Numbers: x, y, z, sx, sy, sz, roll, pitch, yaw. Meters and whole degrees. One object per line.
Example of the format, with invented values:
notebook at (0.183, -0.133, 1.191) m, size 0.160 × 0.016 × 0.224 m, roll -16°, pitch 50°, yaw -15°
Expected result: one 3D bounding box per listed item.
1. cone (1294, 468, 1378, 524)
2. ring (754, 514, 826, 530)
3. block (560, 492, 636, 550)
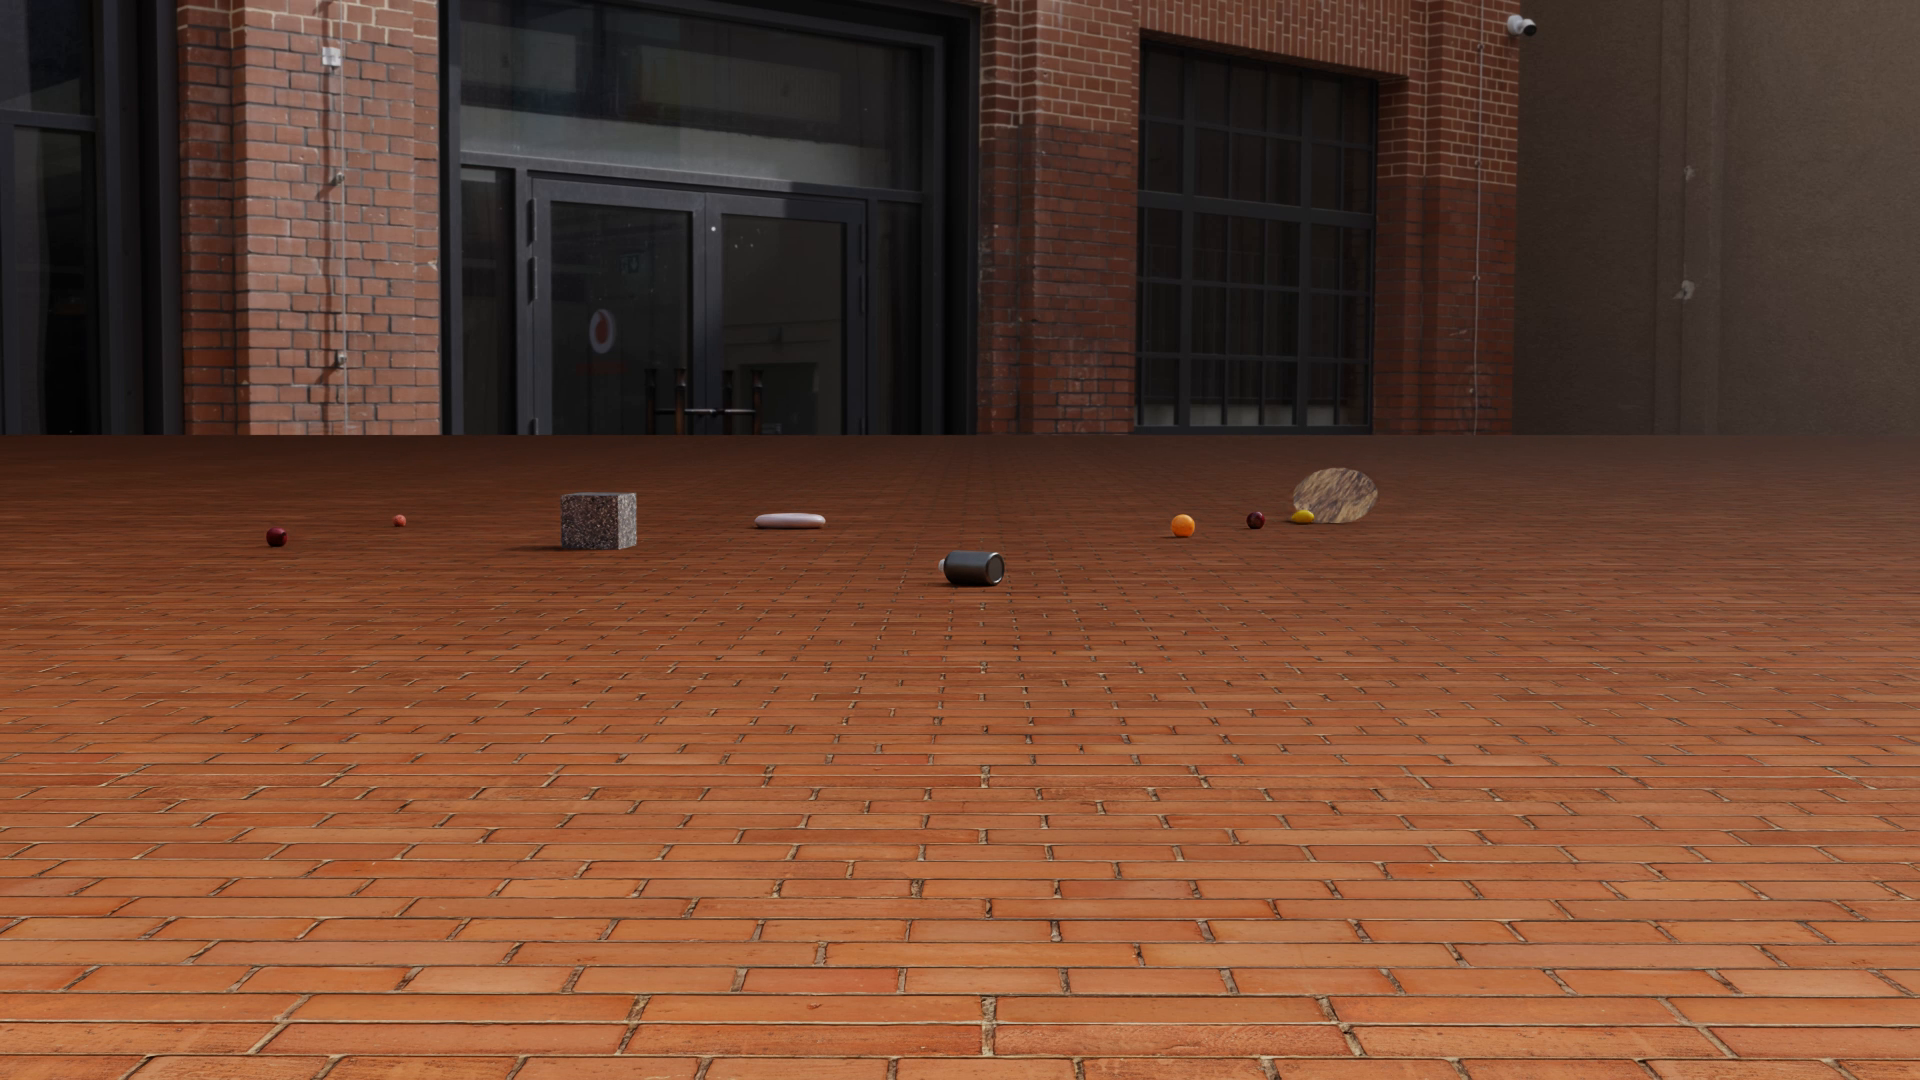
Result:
cone at (1.280, -0.107, 7.448) m, size 0.294 × 0.122 × 0.262 m, roll 23°, pitch 58°, yaw 38°
ring at (-0.550, -0.060, 7.109) m, size 0.233 × 0.044 × 0.158 m, roll 0°, pitch 5°, yaw 8°
block at (-1.026, -0.055, 6.252) m, size 0.167 × 0.151 × 0.170 m, roll 1°, pitch 4°, yaw 9°
